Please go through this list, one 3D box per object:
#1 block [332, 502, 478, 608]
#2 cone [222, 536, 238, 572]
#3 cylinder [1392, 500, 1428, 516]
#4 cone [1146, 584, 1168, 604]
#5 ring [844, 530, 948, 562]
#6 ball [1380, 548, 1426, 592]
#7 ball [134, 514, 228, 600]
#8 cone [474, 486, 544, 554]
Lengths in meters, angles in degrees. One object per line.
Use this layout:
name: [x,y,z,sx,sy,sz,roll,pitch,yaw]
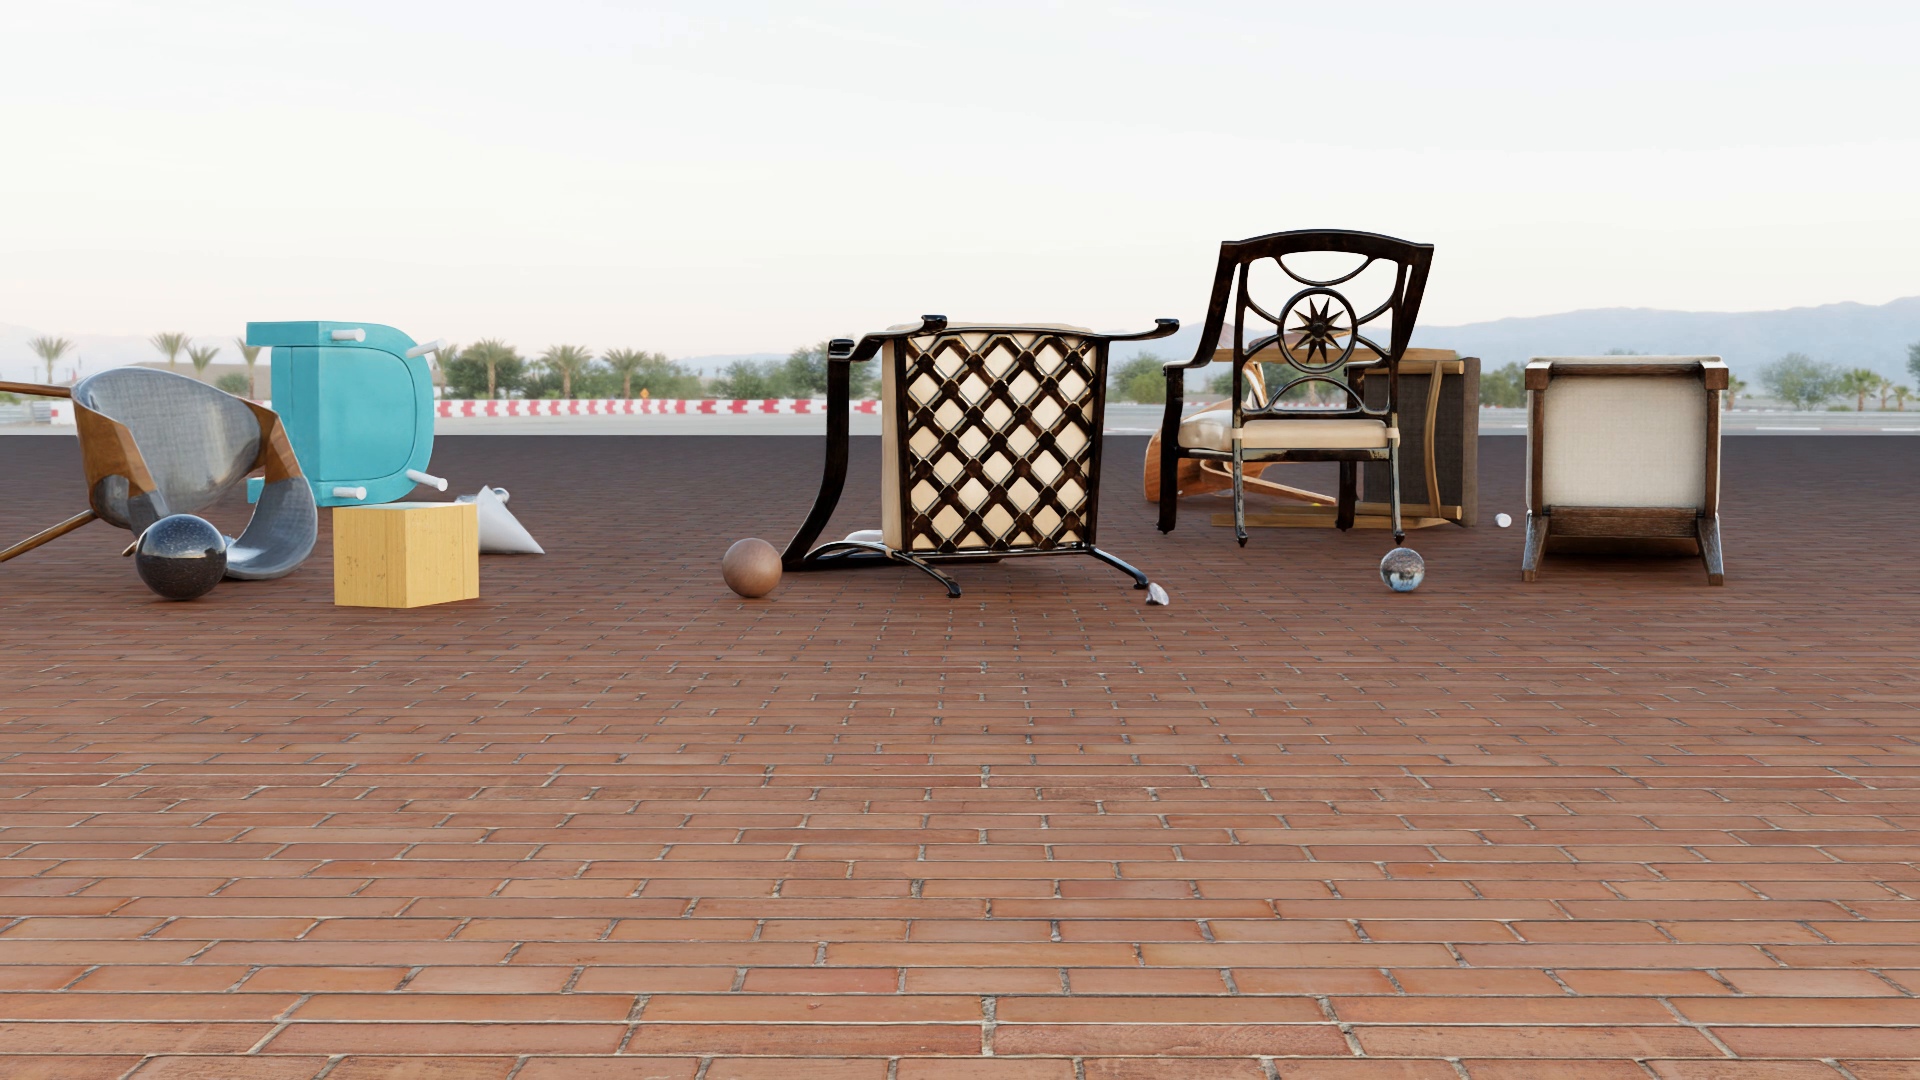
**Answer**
block: [-1.170,0.028,4.656,0.179,0.202,0.258,2,4,22]
cone: [-1.838,0.053,5.474,0.130,0.083,0.189,-10,21,-30]
cylinder: [1.583,-0.111,7.736,0.066,0.058,0.111,-2,-3,-31]
cone: [0.402,0.123,4.592,0.038,0.054,0.082,-37,-13,20]
ring: [-0.169,0.015,5.796,0.275,0.074,0.279,-2,4,-42]
ball: [0.980,0.066,4.868,0.098,0.098,0.098,0,4,0]
ball: [-1.651,0.036,4.665,0.185,0.185,0.185,0,4,0]
cone: [-1.234,-0.009,5.997,0.223,0.211,0.180,24,-31,-5]
